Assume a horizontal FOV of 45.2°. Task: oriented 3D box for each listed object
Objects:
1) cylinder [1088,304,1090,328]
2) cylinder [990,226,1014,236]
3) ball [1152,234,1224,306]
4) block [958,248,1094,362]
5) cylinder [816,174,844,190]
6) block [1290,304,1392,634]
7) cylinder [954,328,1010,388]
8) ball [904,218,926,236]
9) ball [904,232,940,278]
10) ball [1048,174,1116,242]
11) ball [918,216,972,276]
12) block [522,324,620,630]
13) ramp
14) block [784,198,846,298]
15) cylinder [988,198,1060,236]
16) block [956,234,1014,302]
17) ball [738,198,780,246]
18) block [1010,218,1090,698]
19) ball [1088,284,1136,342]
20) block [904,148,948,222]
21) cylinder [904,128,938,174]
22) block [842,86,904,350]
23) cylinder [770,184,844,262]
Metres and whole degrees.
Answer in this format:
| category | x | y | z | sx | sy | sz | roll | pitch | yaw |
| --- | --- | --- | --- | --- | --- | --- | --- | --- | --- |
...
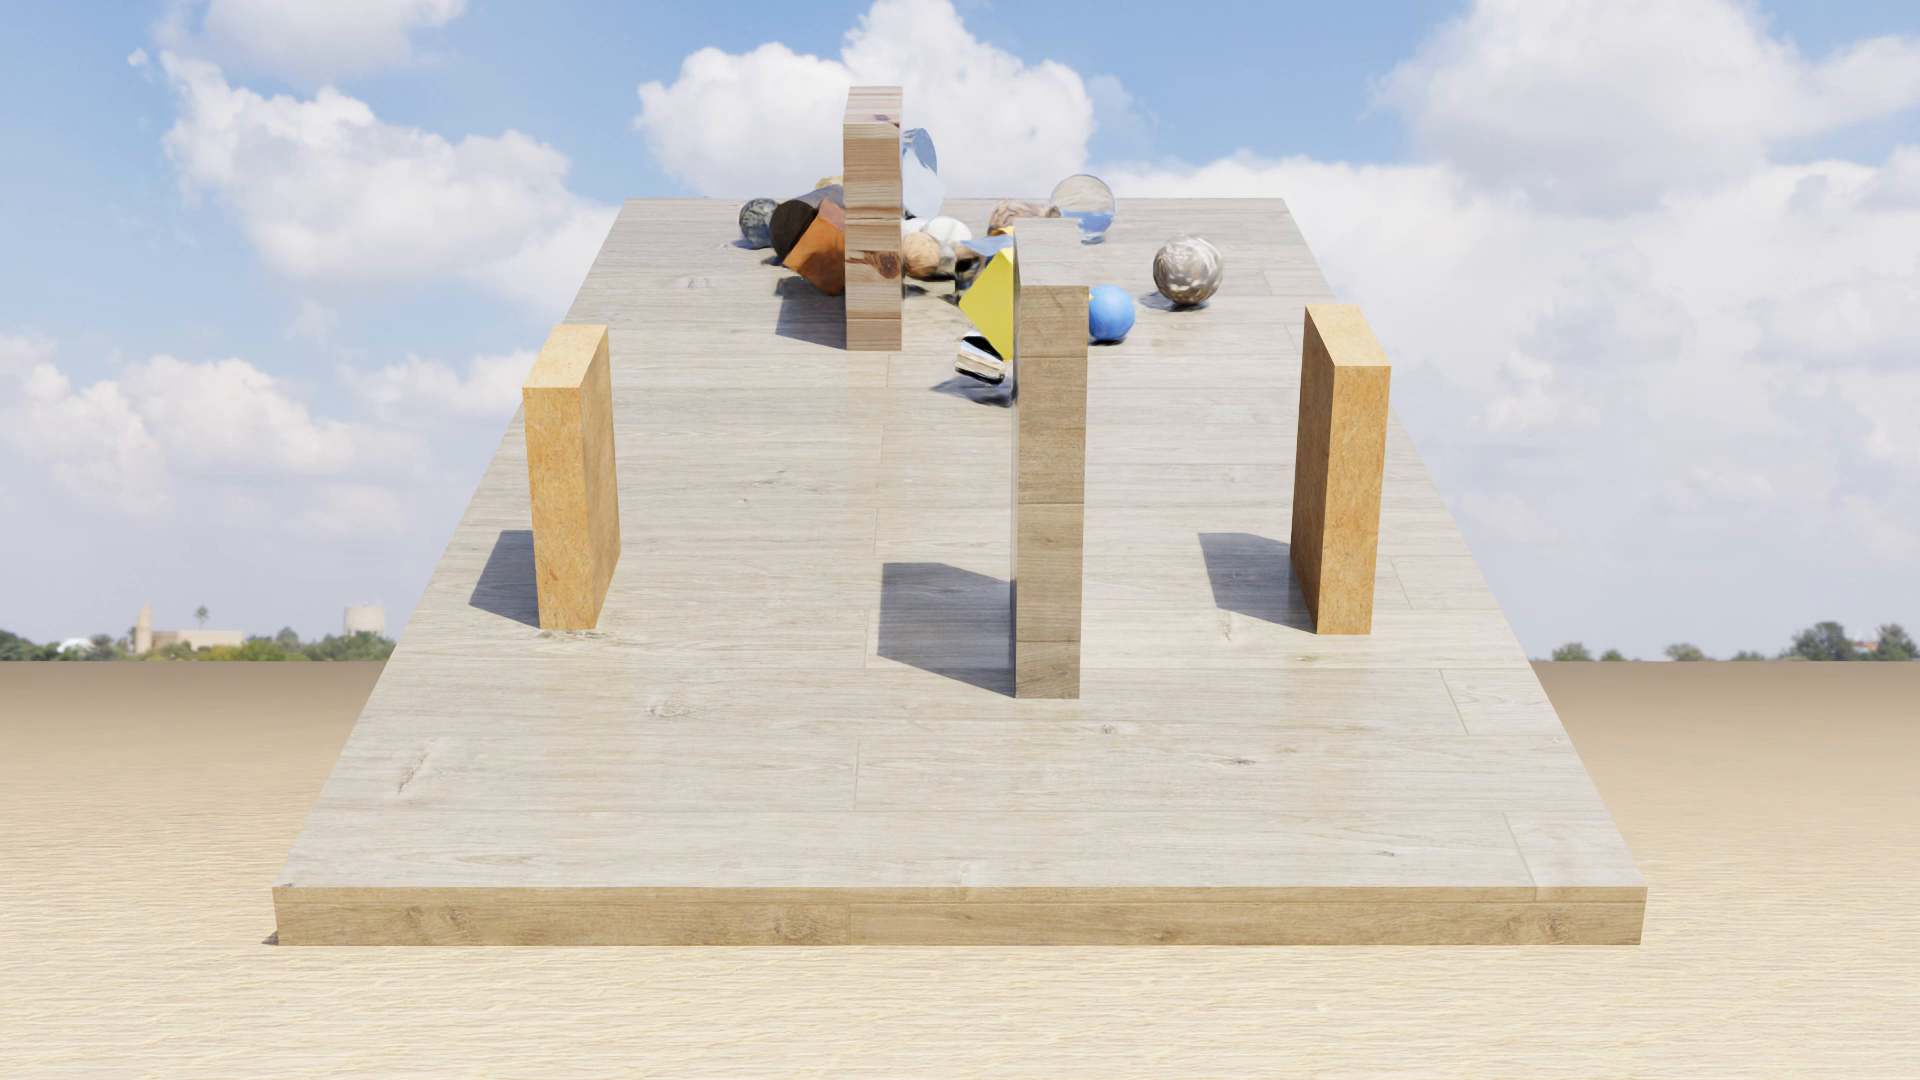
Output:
| category | x | y | z | sx | sy | sz | roll | pitch | yaw |
| --- | --- | --- | --- | --- | --- | --- | --- | --- | --- |
| cylinder | 0.222 | -0.542 | 5.597 | 0.146 | 0.146 | 0.146 | 5 | -1 | 23 |
| cylinder | 0.172 | -0.773 | 6.203 | 0.148 | 0.148 | 0.148 | -15 | 6 | -32 |
| ball | 0.592 | -0.702 | 5.990 | 0.184 | 0.184 | 0.184 | 0 | -3 | 0 |
| block | 0.149 | -0.545 | 5.255 | 0.179 | 0.179 | 0.179 | -20 | -24 | -51 |
| cylinder | -0.355 | -1.028 | 6.856 | 0.110 | 0.110 | 0.110 | -18 | 8 | -36 |
| block | 0.690 | -0.134 | 4.218 | 0.097 | 0.508 | 0.359 | 0 | 23 | 0 |
| cylinder | 0.057 | -0.422 | 5.358 | 0.106 | 0.106 | 0.106 | 21 | 0 | 8 |
| ball | -0.121 | -0.821 | 6.347 | 0.125 | 0.125 | 0.125 | 0 | -3 | 0 |
| ball | -0.111 | -0.749 | 6.063 | 0.120 | 0.120 | 0.120 | 0 | -3 | 0 |
| ball | 0.347 | -0.944 | 6.557 | 0.190 | 0.190 | 0.190 | 0 | -3 | 0 |
| ball | -0.043 | -0.792 | 6.231 | 0.161 | 0.161 | 0.161 | 0 | -3 | 0 |
| block | -0.709 | -0.121 | 4.243 | 0.098 | 0.461 | 0.360 | 0 | 23 | 0 |
| ramp | -0.007 | -0.225 | 5.217 | 2.000 | 0.100 | 4.000 | 0 | 23 | 0 |
| block | -0.345 | -0.772 | 6.088 | 0.162 | 0.162 | 0.162 | 34 | 23 | -12 |
| cylinder | 0.179 | -0.859 | 6.376 | 0.153 | 0.153 | 0.153 | 14 | 3 | 22 |
| block | 0.096 | -0.689 | 5.990 | 0.158 | 0.158 | 0.158 | -12 | 26 | -27 |
| ball | -0.557 | -0.900 | 6.519 | 0.136 | 0.136 | 0.136 | 0 | -3 | 0 |
| block | 0.148 | -0.146 | 3.963 | 0.108 | 0.727 | 0.414 | 0 | 23 | 0 |
| ball | 0.365 | -0.562 | 5.713 | 0.140 | 0.140 | 0.140 | 0 | -3 | 0 |
| block | -0.173 | -0.955 | 6.450 | 0.171 | 0.171 | 0.171 | -16 | -45 | 42 |
| cylinder | -0.171 | -1.095 | 6.667 | 0.160 | 0.160 | 0.160 | -8 | -6 | 23 |
| block | -0.211 | -0.805 | 5.745 | 0.134 | 0.561 | 0.430 | 0 | 23 | 0 |
| cylinder | -0.386 | -0.859 | 6.343 | 0.196 | 0.196 | 0.196 | -2 | 18 | 34 |
